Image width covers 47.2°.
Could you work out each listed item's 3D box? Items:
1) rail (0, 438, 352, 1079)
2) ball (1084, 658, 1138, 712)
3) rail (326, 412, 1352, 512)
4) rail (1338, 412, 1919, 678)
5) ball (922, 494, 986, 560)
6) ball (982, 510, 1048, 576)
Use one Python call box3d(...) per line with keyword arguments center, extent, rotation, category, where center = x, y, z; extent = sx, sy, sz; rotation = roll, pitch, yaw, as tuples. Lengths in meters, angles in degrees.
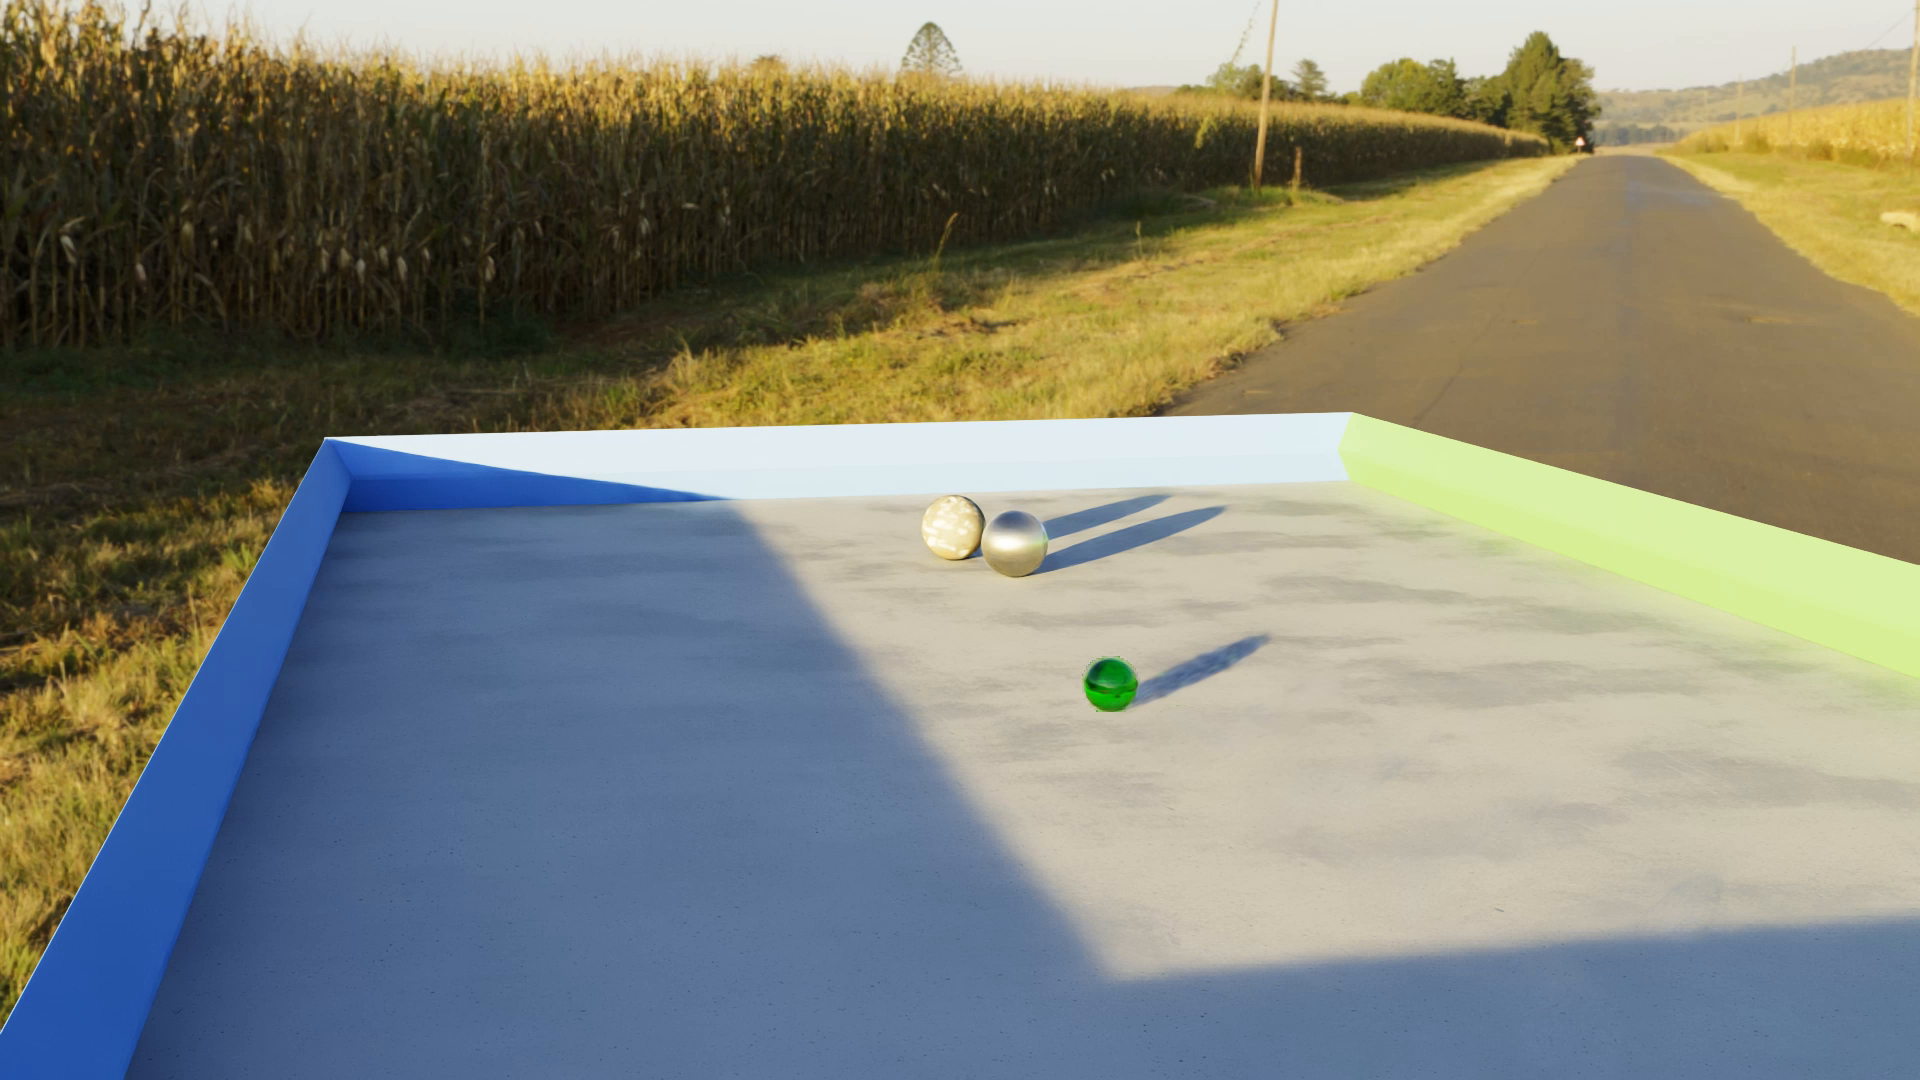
box3d(center=(-0.722, 0.145, 2.241), extent=(0.045, 0.128, 3.219), rotation=(-2, 10, -12), category="rail")
box3d(center=(0.163, 0.157, 2.388), extent=(0.059, 0.059, 0.059), rotation=(0, 9, 0), category="ball")
box3d(center=(-0.168, -0.141, 3.963), extent=(1.880, 0.128, 0.045), rotation=(-2, 10, -12), category="rail")
box3d(center=(1.068, 0.081, 2.629), extent=(0.045, 0.128, 3.219), rotation=(-2, 10, -12), category="rail")
box3d(center=(-0.010, -0.019, 3.326), extent=(0.099, 0.099, 0.099), rotation=(0, 9, 0), category="ball")
box3d(center=(0.079, 0.005, 3.187), extent=(0.097, 0.097, 0.097), rotation=(0, 9, 0), category="ball")
